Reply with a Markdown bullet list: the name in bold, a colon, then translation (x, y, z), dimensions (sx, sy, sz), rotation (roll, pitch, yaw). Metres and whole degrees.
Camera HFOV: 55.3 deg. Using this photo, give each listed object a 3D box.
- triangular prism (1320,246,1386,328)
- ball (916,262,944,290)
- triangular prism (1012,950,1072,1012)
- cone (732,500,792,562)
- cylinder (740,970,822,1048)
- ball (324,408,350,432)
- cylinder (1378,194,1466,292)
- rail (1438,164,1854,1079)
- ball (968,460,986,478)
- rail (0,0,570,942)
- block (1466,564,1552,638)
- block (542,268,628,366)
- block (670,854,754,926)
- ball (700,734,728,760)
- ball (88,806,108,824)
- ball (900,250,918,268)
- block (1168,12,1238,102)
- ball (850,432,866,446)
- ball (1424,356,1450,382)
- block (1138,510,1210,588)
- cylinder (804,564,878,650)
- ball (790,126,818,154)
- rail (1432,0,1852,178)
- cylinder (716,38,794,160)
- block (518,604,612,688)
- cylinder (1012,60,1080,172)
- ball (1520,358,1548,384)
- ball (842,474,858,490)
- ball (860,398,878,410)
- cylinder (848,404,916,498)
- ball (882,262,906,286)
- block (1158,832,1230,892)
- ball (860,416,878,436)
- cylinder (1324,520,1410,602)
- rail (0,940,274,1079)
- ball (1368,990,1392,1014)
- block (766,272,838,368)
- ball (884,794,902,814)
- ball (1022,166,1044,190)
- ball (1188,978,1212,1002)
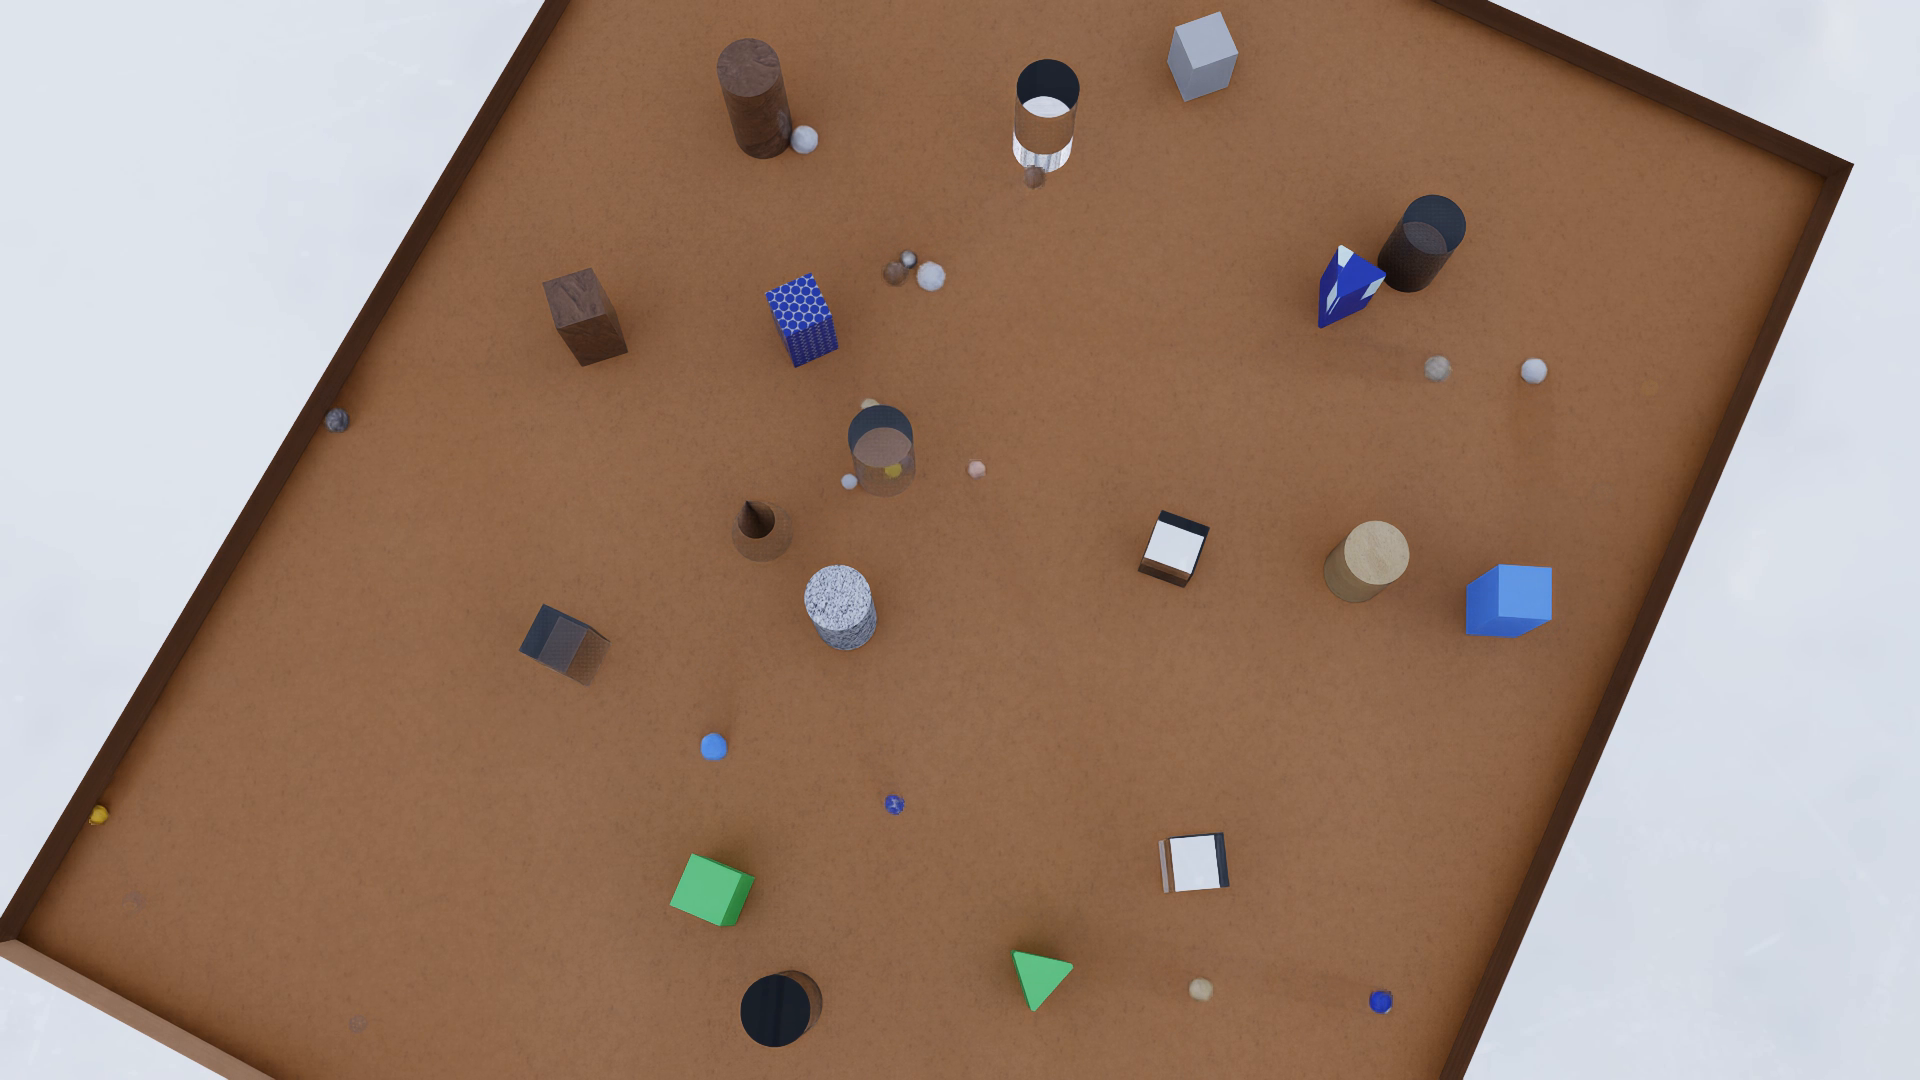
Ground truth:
- **triangular prism**: translation (1.172, -0.792, 5.632), dimensions (0.163, 0.291, 0.141), rotation (-25, 79, -5)
- **ball**: translation (-0.092, -0.826, 5.742), dimensions (0.089, 0.089, 0.089), rotation (0, 78, 0)
- **triangular prism**: translation (0.202, 1.214, 5.187), dimensions (0.141, 0.350, 0.163), rotation (42, 81, 8)
- **cone**: translation (-0.606, -0.069, 5.408), dimensions (0.189, 0.436, 0.189), rotation (0, 78, 0)
- **cylinder**: translation (-0.494, 1.305, 5.119), dimensions (0.189, 0.445, 0.189), rotation (0, 78, 0)
- **ball**: translation (-1.921, -0.370, 5.655), dimensions (0.074, 0.074, 0.074), rotation (0, 78, 0)
- **cylinder**: translation (1.415, -0.906, 5.630), dimensions (0.189, 0.341, 0.189), rotation (0, 78, 0)
- **rail**: translation (1.741, 0.859, 5.375), dimensions (0.045, 0.122, 4.645), rotation (26, 80, 5)
- **ball**: translation (0.052, -0.216, 5.632), dimensions (0.056, 0.056, 0.056), rotation (0, 78, 0)
- **rail**: translation (-1.741, -0.846, 5.728), dimensions (0.045, 0.122, 4.645), rotation (26, 80, 5)
- **block**: translation (1.615, 0.183, 5.404), dimensions (0.151, 0.342, 0.151), rotation (4, 78, 1)
- **block**: translation (-1.134, -0.672, 5.564), dimensions (0.151, 0.376, 0.151), rotation (-18, 79, -4)
- **block**: translation (-0.703, 1.001, 5.233), dimensions (0.151, 0.345, 0.151), rotation (22, 79, 4)
- **ball**: translation (-0.732, 0.615, 5.449), dimensions (0.079, 0.079, 0.079), rotation (0, 78, 0)
- **ball**: translation (-2.548, 0.812, 5.422), dimensions (0.052, 0.052, 0.052), rotation (0, 78, 0)
- **ball**: translation (-0.162, -0.885, 5.771), dimensions (0.055, 0.055, 0.055), rotation (0, 78, 0)
- **block**: translation (0.768, -1.531, 5.814), dimensions (0.151, 0.234, 0.151), rotation (-20, 79, -4)
- **ball**: translation (-0.313, -0.311, 5.657), dimensions (0.047, 0.047, 0.047), rotation (0, 78, 0)
- **ball**: translation (1.480, -0.532, 5.686), dimensions (0.080, 0.080, 0.080), rotation (0, 78, 0)
- **block**: translation (0.639, 0.029, 5.495), dimensions (0.151, 0.227, 0.151), rotation (20, 79, 4)
- **cylinder**: translation (-0.346, 0.202, 5.376), dimensions (0.189, 0.388, 0.189), rotation (0, 78, 0)
- **ball**: translation (-0.497, -1.275, 5.835), dimensions (0.088, 0.088, 0.088), rotation (0, 78, 0)
- **rail**: translation (1.028, -2.007, 5.968), dimensions (3.940, 0.122, 0.045), rotation (26, 80, 5)
- **cylinder**: translation (-0.629, -1.358, 5.666), dimensions (0.189, 0.453, 0.189), rotation (0, 78, 0)
- **block**: translation (-1.155, 0.313, 5.380), dimensions (0.151, 0.336, 0.151), rotation (25, 79, 5)
- **cylinder**: translation (0.263, -1.308, 5.676), dimensions (0.189, 0.413, 0.189), rotation (0, 78, 0)
- **ball**: translation (1.780, -0.523, 5.685), dimensions (0.078, 0.078, 0.078), rotation (0, 78, 0)
- **ball**: translation (-0.339, -0.179, 5.629), dimensions (0.048, 0.048, 0.048), rotation (0, 78, 0)
- **ball**: translation (-0.278, -0.409, 5.672), dimensions (0.058, 0.058, 0.058), rotation (0, 78, 0)
- **cylinder**: translation (-0.230, -0.262, 5.479), dimensions (0.189, 0.376, 0.189), rotation (0, 78, 0)
- **ball**: translation (-0.205, -0.836, 5.751), dimensions (0.075, 0.075, 0.075), rotation (0, 78, 0)
- **block**: translation (0.670, 0.930, 5.269), dimensions (0.151, 0.303, 0.151), rotation (-5, 78, -1)
- **ball**: translation (-0.279, -0.352, 5.660), dimensions (0.057, 0.057, 0.057), rotation (0, 78, 0)
- **cylinder**: translation (1.204, 0.068, 5.445), dimensions (0.189, 0.308, 0.189), rotation (0, 78, 0)
- **rail**: translation (-1.028, 2.020, 5.135), dimensions (3.940, 0.122, 0.045), rotation (26, 80, 5)
- **ball**: translation (1.217, 1.339, 5.305), dimensions (0.067, 0.067, 0.067), rotation (0, 78, 0)
- **block**: translation (-0.480, -0.667, 5.595), dimensions (0.151, 0.313, 0.151), rotation (-25, 79, -5)
- **ball**: translation (-0.197, 0.782, 5.427), dimensions (0.054, 0.054, 0.054), rotation (0, 78, 0)
- **ball**: translation (0.234, -1.150, 5.819), dimensions (0.069, 0.069, 0.069), rotation (0, 78, 0)
- **ball**: translation (0.697, 1.303, 5.313), dimensions (0.067, 0.067, 0.067), rotation (0, 78, 0)
